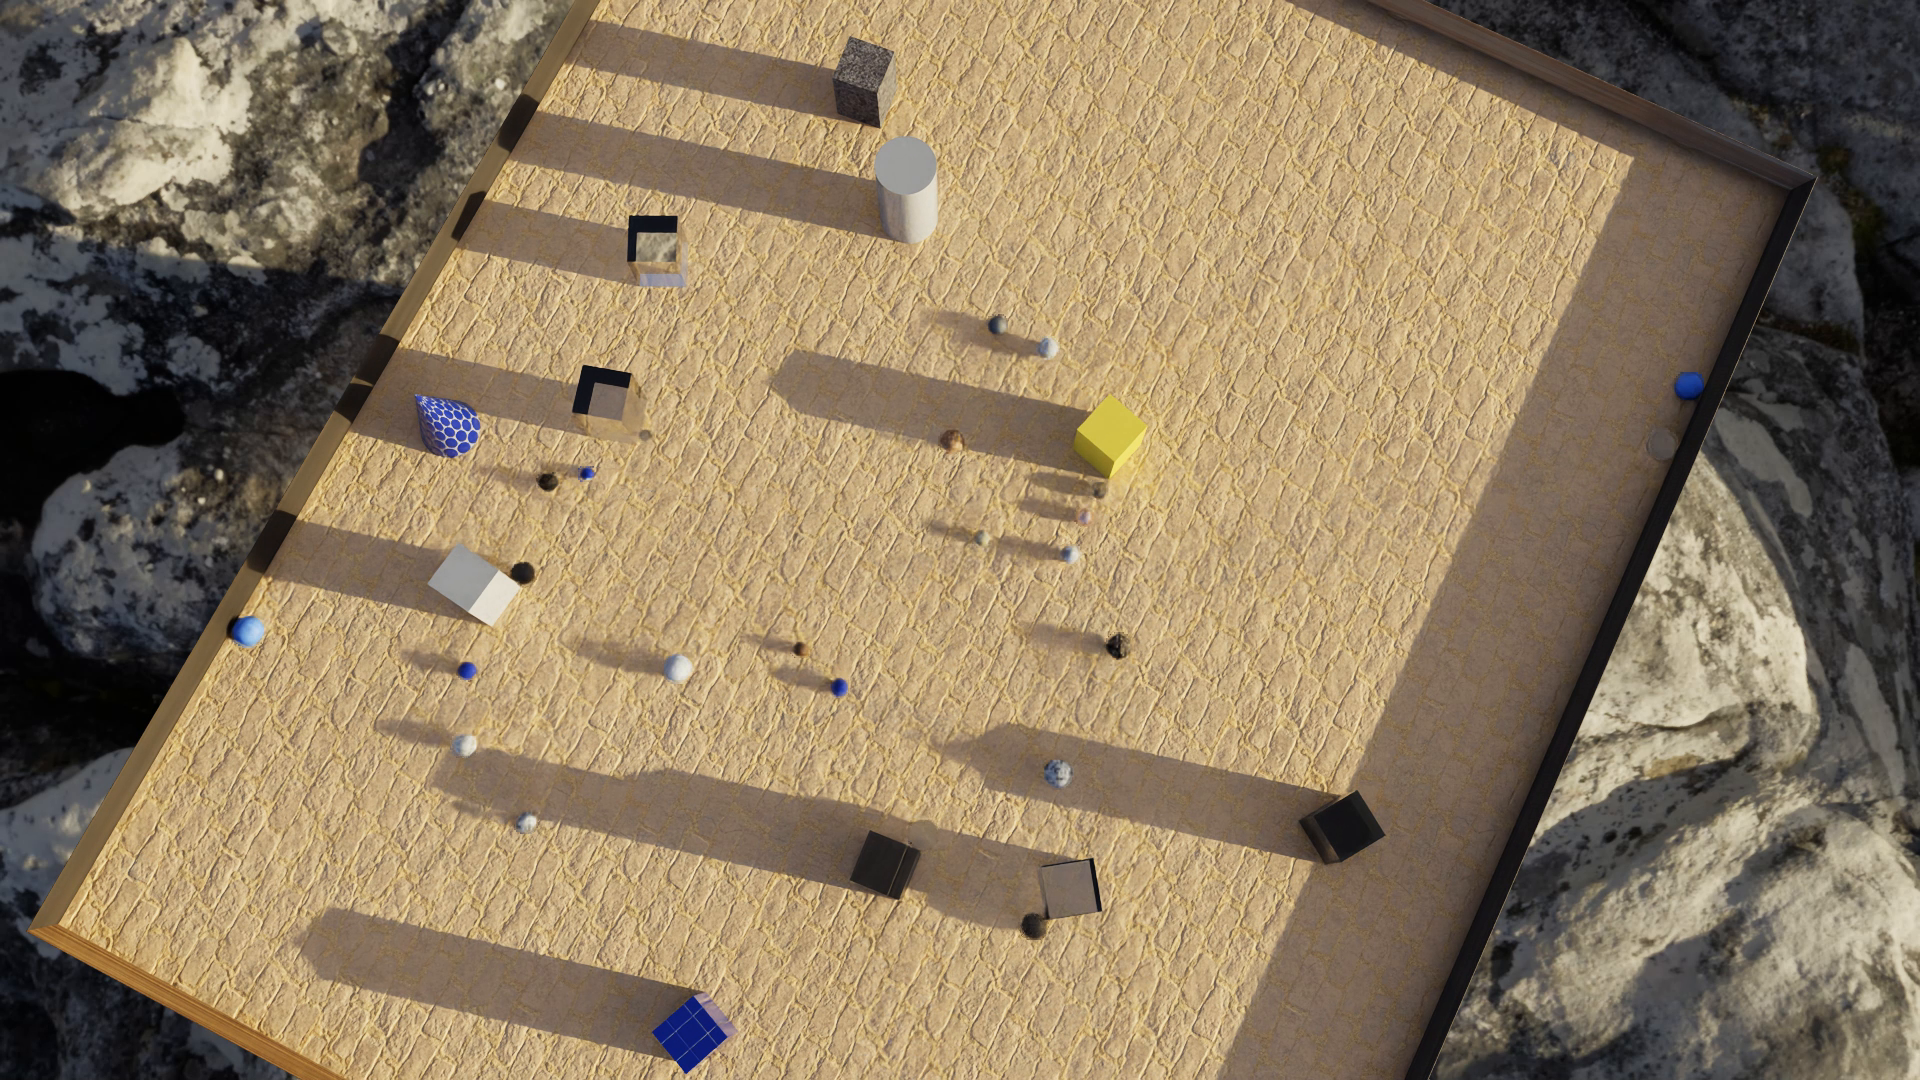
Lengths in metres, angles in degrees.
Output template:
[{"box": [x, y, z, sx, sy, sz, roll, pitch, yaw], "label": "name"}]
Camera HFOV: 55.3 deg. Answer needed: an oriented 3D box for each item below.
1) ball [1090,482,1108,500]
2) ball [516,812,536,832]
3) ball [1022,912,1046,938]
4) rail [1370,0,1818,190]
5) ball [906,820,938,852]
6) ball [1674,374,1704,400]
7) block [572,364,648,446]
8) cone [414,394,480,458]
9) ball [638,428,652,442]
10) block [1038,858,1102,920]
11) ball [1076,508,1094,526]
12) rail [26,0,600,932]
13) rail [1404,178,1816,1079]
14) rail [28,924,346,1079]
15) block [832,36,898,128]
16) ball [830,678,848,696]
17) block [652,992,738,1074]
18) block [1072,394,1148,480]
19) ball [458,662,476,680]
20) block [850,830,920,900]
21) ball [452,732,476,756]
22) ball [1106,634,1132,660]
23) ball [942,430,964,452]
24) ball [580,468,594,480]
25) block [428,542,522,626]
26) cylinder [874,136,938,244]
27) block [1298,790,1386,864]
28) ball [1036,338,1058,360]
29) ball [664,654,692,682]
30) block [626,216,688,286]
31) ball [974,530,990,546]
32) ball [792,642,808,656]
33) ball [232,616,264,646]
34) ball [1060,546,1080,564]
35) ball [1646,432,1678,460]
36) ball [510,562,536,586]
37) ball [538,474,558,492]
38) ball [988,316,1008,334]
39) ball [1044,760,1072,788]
[{"box": [0.425, -0.152, 5.619, 0.056, 0.056, 0.056, 0, 78, 0], "label": "ball"}, {"box": [-1.282, 0.834, 5.415, 0.058, 0.058, 0.058, 0, 78, 0], "label": "ball"}, {"box": [0.215, 1.125, 5.346, 0.074, 0.074, 0.074, 0, 78, 0], "label": "ball"}, {"box": [0.987, -1.927, 5.952, 3.766, 0.121, 0.045, 26, 80, 5], "label": "rail"}, {"box": [-0.110, 0.868, 5.389, 0.093, 0.093, 0.093, 0, 78, 0], "label": "ball"}, {"box": [2.257, -0.473, 5.671, 0.085, 0.085, 0.085, 0, 78, 0], "label": "ball"}, {"box": [-1.059, -0.407, 5.555, 0.149, 0.286, 0.149, 10, 79, 2], "label": "block"}, {"box": [-1.581, -0.384, 5.499, 0.186, 0.385, 0.186, 0, 78, 0], "label": "cone"}, {"box": [-0.973, -0.323, 5.663, 0.040, 0.040, 0.040, 0, 78, 0], "label": "ball"}, {"box": [0.312, 1.003, 5.260, 0.149, 0.292, 0.149, -9, 78, -2], "label": "block"}, {"box": [0.383, -0.071, 5.604, 0.052, 0.052, 0.052, 0, 78, 0], "label": "ball"}, {"box": [-1.663, -0.808, 5.721, 0.045, 0.121, 4.462, 26, 80, 5], "label": "rail"}, {"box": [1.663, 0.821, 5.384, 0.045, 0.121, 4.462, 26, 80, 5], "label": "rail"}, {"box": [-0.987, 1.940, 5.153, 3.766, 0.121, 0.045, 26, 80, 5], "label": "rail"}, {"box": [-0.298, -1.442, 5.783, 0.149, 0.258, 0.149, 20, 79, 4], "label": "block"}, {"box": [-0.361, 0.441, 5.499, 0.052, 0.052, 0.052, 0, 78, 0], "label": "ball"}, {"box": [-0.747, 1.395, 5.195, 0.149, 0.261, 0.149, -41, 81, -8], "label": "block"}, {"box": [0.454, -0.312, 5.565, 0.149, 0.226, 0.149, 41, 81, 8], "label": "block"}, {"box": [-1.480, 0.392, 5.508, 0.053, 0.053, 0.053, 0, 78, 0], "label": "ball"}, {"box": [-0.212, 0.939, 5.270, 0.149, 0.298, 0.149, 21, 79, 4], "label": "block"}, {"box": [-1.474, 0.609, 5.455, 0.070, 0.070, 0.070, 0, 78, 0], "label": "ball"}, {"box": [0.479, 0.322, 5.511, 0.076, 0.076, 0.076, 0, 78, 0], "label": "ball"}, {"box": [-0.023, -0.306, 5.644, 0.070, 0.070, 0.070, 0, 78, 0], "label": "ball"}, {"box": [-1.147, -0.203, 5.637, 0.041, 0.041, 0.041, 0, 78, 0], "label": "ball"}, {"box": [-1.441, 0.135, 5.449, 0.149, 0.273, 0.149, 33, 80, 6], "label": "block"}, {"box": [-0.162, -1.071, 5.634, 0.186, 0.400, 0.186, 0, 78, 0], "label": "cylinder"}, {"box": [1.107, 0.836, 5.323, 0.149, 0.235, 0.149, -30, 80, -6], "label": "block"}, {"box": [0.272, -0.596, 5.705, 0.067, 0.067, 0.067, 0, 78, 0], "label": "ball"}, {"box": [-0.846, 0.383, 5.495, 0.083, 0.083, 0.083, 0, 78, 0], "label": "ball"}, {"box": [-0.936, -0.894, 5.686, 0.149, 0.225, 0.149, 0, 78, 0], "label": "block"}, {"box": [0.067, -0.006, 5.593, 0.047, 0.047, 0.047, 0, 78, 0], "label": "ball"}, {"box": [-0.480, 0.329, 5.524, 0.047, 0.047, 0.047, 0, 78, 0], "label": "ball"}, {"box": [-2.141, 0.273, 5.515, 0.089, 0.089, 0.089, 0, 78, 0], "label": "ball"}, {"box": [0.335, 0.045, 5.577, 0.058, 0.058, 0.058, 0, 78, 0], "label": "ball"}, {"box": [2.157, -0.289, 5.630, 0.089, 0.089, 0.089, 0, 78, 0], "label": "ball"}, {"box": [-1.325, 0.101, 5.559, 0.072, 0.072, 0.072, 0, 78, 0], "label": "ball"}, {"box": [-1.264, -0.177, 5.624, 0.057, 0.057, 0.057, 0, 78, 0], "label": "ball"}, {"box": [0.118, -0.670, 5.726, 0.057, 0.057, 0.057, 0, 78, 0], "label": "ball"}, {"box": [0.291, 0.692, 5.430, 0.084, 0.084, 0.084, 0, 78, 0], "label": "ball"}]
